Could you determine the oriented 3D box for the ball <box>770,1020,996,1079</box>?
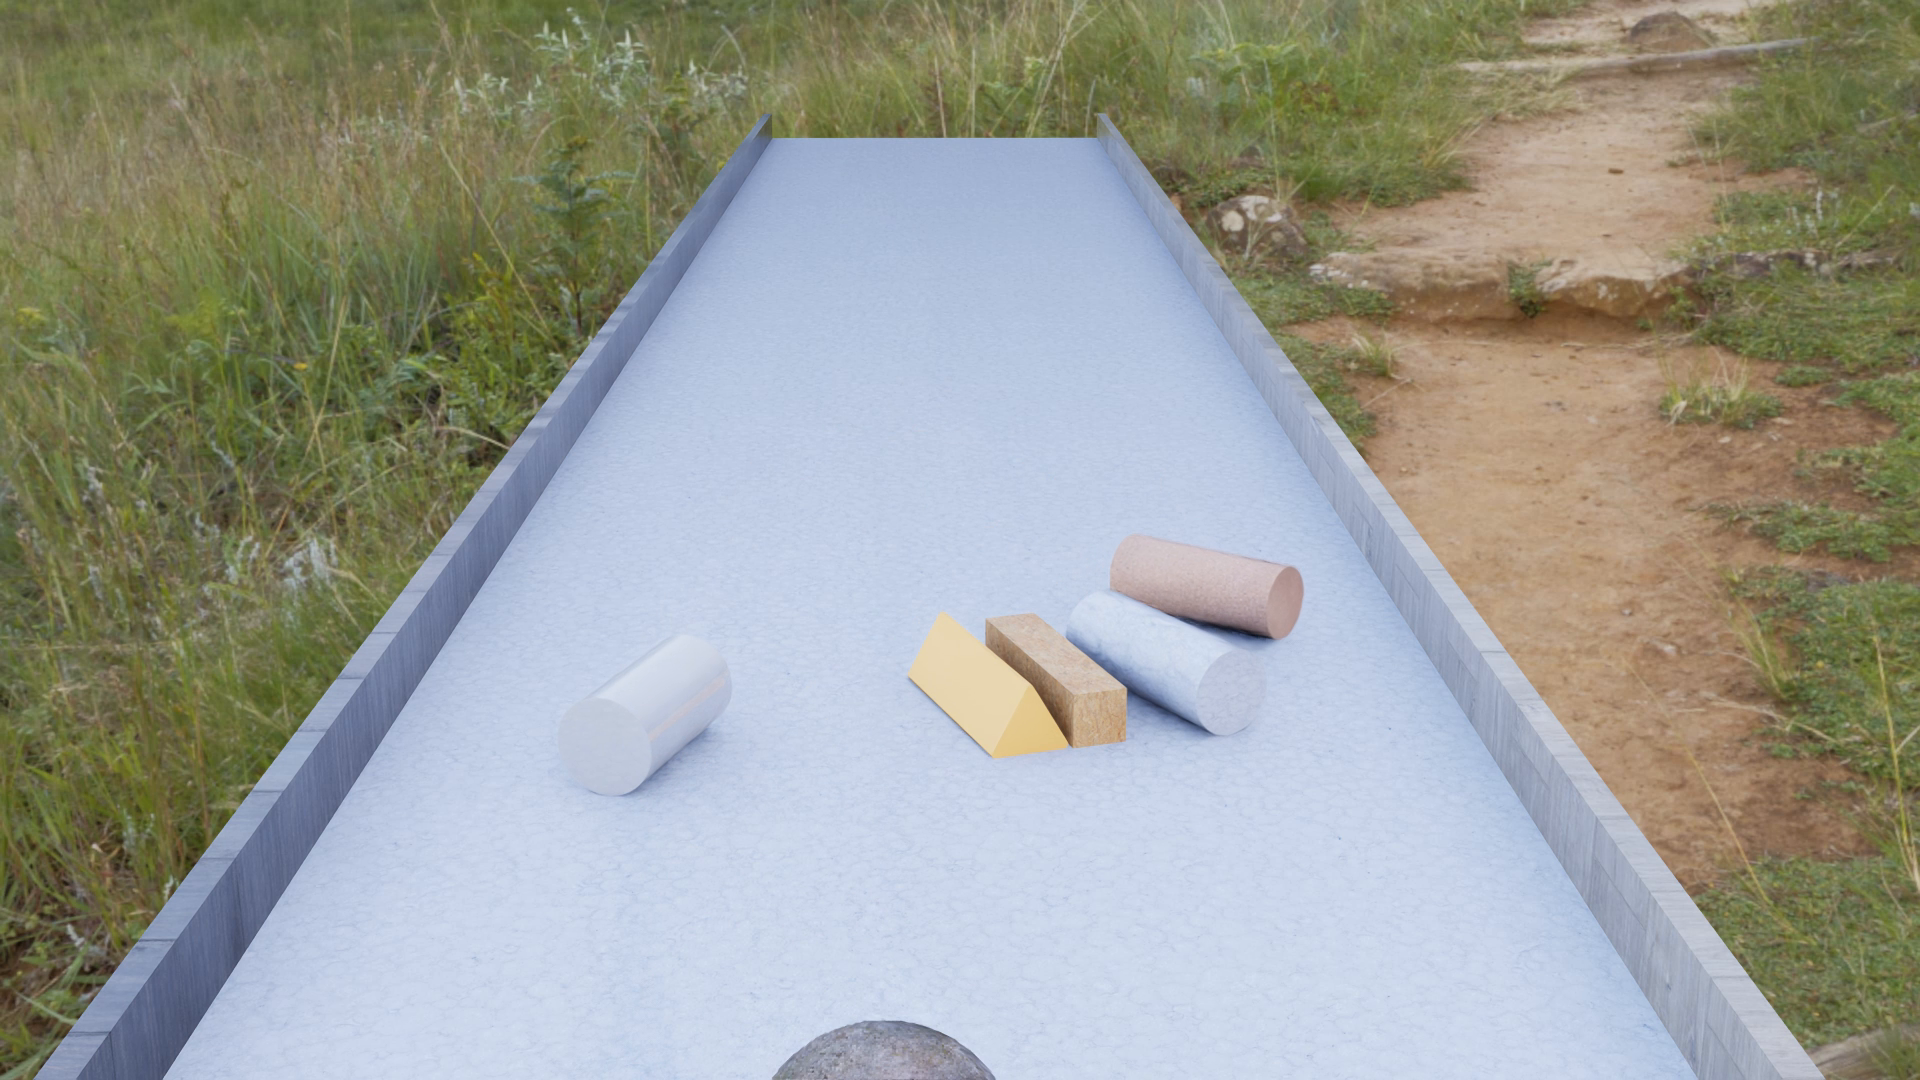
[{"bbox_3d":[-0.084,0.680,2.401,0.306,0.306,0.306,0,17,0],"label":"ball"}]

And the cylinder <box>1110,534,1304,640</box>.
[{"bbox_3d":[0.516,0.097,4.631,0.382,0.154,0.154,12,21,36],"label":"cylinder"}]

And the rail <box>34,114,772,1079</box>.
[{"bbox_3d":[-1.118,-0.838,7.780,0.050,0.150,12.000,0,17,-1],"label":"rail"}]

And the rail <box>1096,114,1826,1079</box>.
[{"bbox_3d":[0.932,-0.844,7.801,0.050,0.150,12.000,0,17,-1],"label":"rail"}]

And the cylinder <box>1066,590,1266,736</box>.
[{"bbox_3d":[0.386,0.227,4.176,0.164,0.164,0.417,-10,19,-30],"label":"cylinder"}]

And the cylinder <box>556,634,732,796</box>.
[{"bbox_3d":[-0.553,0.305,3.891,0.177,0.177,0.344,5,17,17],"label":"cylinder"}]

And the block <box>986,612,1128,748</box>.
[{"bbox_3d":[0.176,0.260,4.171,0.103,0.103,0.457,-6,18,-19],"label":"block"}]

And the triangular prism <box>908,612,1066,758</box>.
[{"bbox_3d":[0.045,0.259,4.121,0.147,0.127,0.446,-7,18,-20],"label":"triangular prism"}]
